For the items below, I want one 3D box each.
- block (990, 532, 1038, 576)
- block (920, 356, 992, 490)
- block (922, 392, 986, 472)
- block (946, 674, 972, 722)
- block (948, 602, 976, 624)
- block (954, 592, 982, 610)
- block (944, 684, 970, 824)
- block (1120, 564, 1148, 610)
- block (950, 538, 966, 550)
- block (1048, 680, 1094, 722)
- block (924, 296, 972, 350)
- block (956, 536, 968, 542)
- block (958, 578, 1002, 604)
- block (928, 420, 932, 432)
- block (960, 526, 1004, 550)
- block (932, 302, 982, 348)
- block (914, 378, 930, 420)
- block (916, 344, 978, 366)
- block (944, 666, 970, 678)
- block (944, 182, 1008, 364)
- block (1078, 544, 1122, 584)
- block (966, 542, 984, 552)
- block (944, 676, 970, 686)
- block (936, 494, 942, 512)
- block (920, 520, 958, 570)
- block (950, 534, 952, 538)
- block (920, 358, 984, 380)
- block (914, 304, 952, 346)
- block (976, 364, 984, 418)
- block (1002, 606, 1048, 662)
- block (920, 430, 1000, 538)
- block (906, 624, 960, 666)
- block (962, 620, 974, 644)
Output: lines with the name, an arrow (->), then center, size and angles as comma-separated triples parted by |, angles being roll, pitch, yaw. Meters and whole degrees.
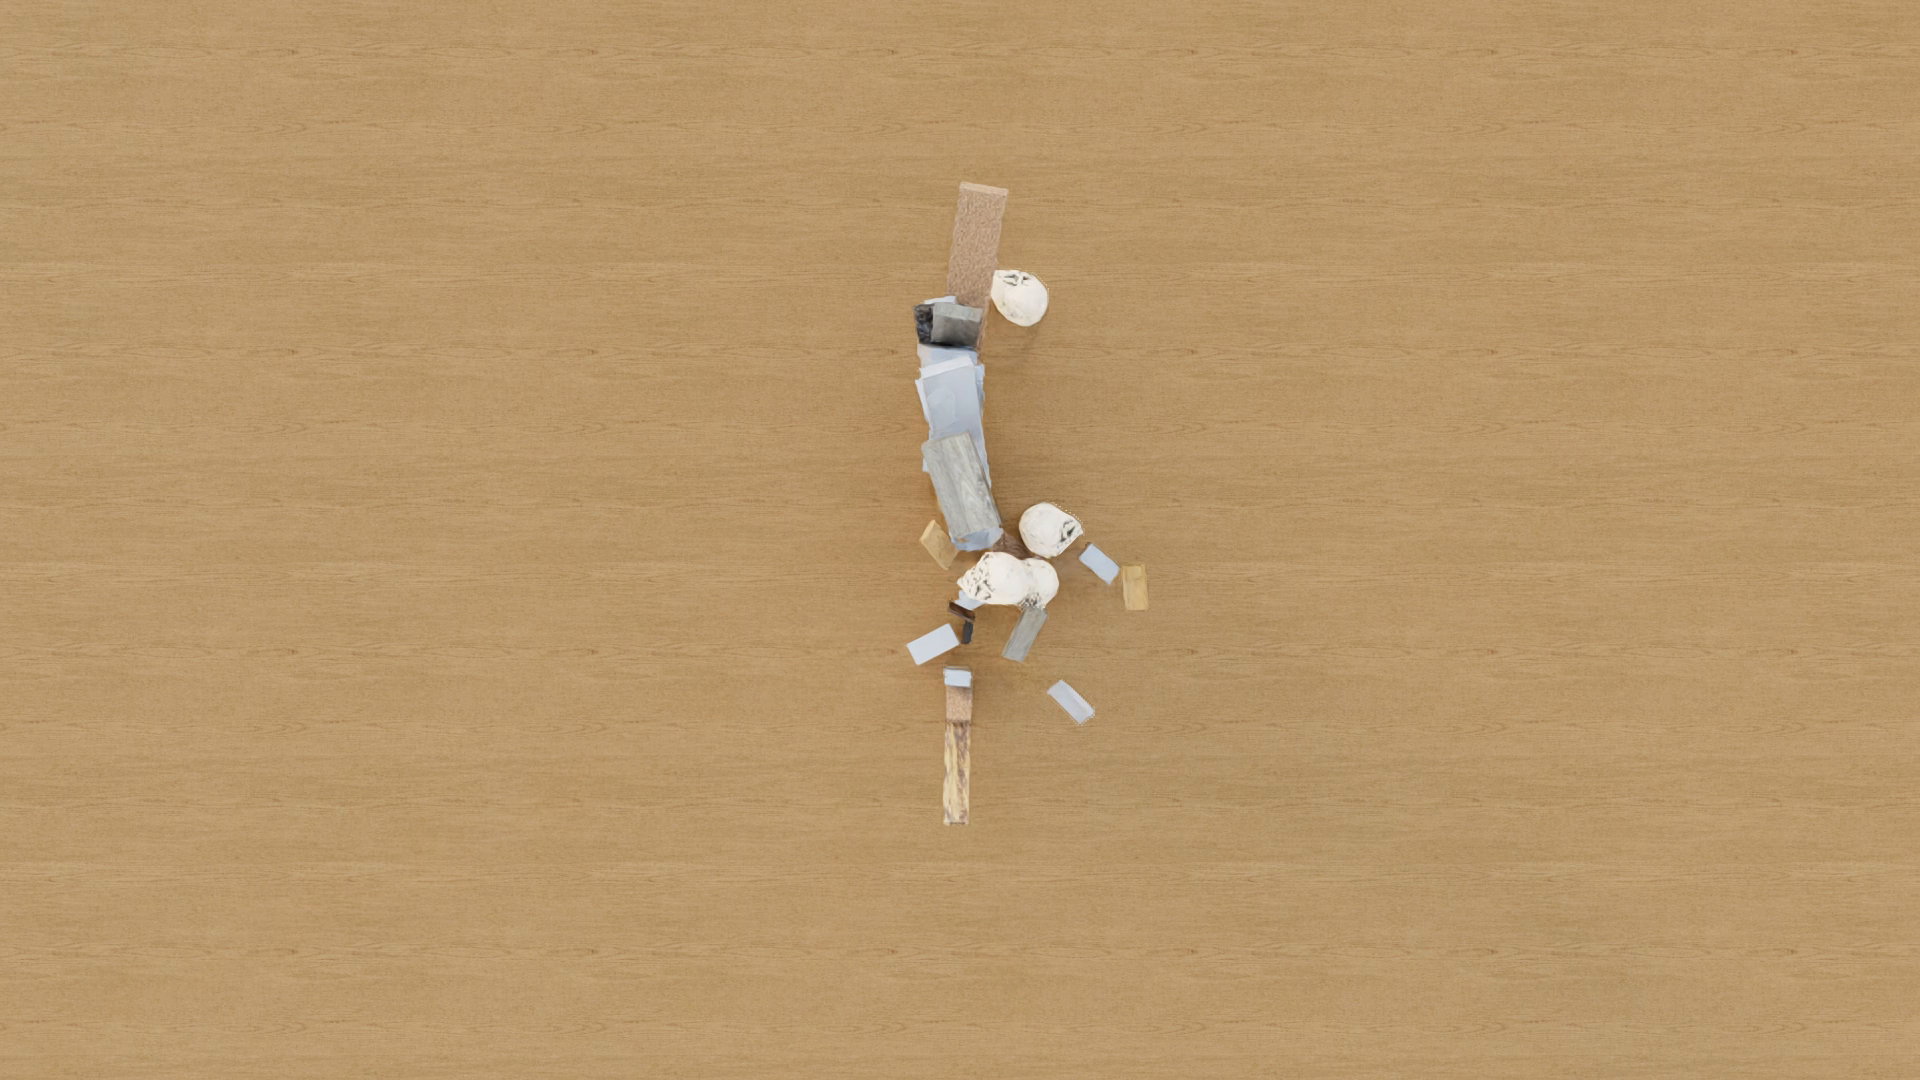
block -> 0.166, 0.034, 5.488 | 0.179, 0.023, 0.081 | 37, 90, 0
block -> -0.008, -0.332, 5.053 | 0.151, 0.543, 0.043 | -17, 48, -6
block -> -0.022, -0.356, 5.417 | 0.151, 0.043, 0.302 | 12, 114, -1
block -> -0.002, 0.521, 5.439 | 0.082, 0.023, 0.164 | 2, 60, 0
block -> 0.004, 0.235, 5.349 | 0.094, 0.047, 0.013 | 26, 118, -9
block -> 0.023, 0.212, 5.474 | 0.094, 0.013, 0.047 | -25, 90, -1
block -> -0.009, 0.690, 5.368 | 0.082, 0.023, 0.485 | 1, 60, 0
block -> 0.577, 0.155, 5.453 | 0.075, 0.021, 0.150 | 0, 101, 34
block -> 0.012, -0.038, 5.451 | 0.073, 0.021, 0.146 | 2, 116, -12
block -> 0.366, 0.533, 5.448 | 0.150, 0.075, 0.021 | 44, 48, 0
block -> -0.036, -0.673, 5.205 | 0.102, 0.029, 0.203 | -7, 132, 16
block -> 0.020, -0.068, 5.391 | 0.073, 0.021, 0.146 | -9, 108, -6
block -> 0.066, 0.182, 5.491 | 0.131, 0.019, 0.066 | -19, 90, 0
block -> -0.010, -0.238, 5.221 | 0.109, 0.031, 0.396 | -17, 133, -3
block -> 0.054, -0.030, 5.359 | 0.163, 0.023, 0.081 | 23, 122, -35
block -> -0.012, -0.650, 4.996 | 0.141, 0.282, 0.040 | 10, 81, 0
block -> -0.070, -0.445, 5.112 | 0.109, 0.219, 0.031 | -13, 123, -2
block -> -0.042, -0.569, 5.052 | 0.141, 0.282, 0.040 | 3, 99, -10
block -> -0.009, 0.432, 5.404 | 0.079, 0.188, 0.022 | 3, 90, -3
block -> 0.019, -0.729, 5.201 | 0.141, 0.040, 0.858 | 10, 131, 1
block -> 0.465, 0.080, 5.483 | 0.131, 0.019, 0.066 | 40, 75, 0
block -> 0.045, -0.029, 5.437 | 0.066, 0.019, 0.131 | -10, 116, -5
block -> -0.007, 0.455, 5.376 | 0.082, 0.164, 0.023 | 3, 90, 1
block -> -0.007, -0.237, 5.413 | 0.151, 0.043, 0.301 | -2, 117, 0
block -> -0.067, 0.018, 5.372 | 0.158, 0.022, 0.079 | 52, 58, -40
block -> -0.002, -0.082, 5.452 | 0.073, 0.021, 0.146 | -6, 117, -3
block -> -0.028, -0.531, 5.089 | 0.151, 0.302, 0.043 | 3, 99, -9
block -> -0.081, -0.651, 5.180 | 0.102, 0.029, 0.203 | -8, 133, 1
block -> -0.006, -0.415, 5.286 | 0.151, 0.043, 0.302 | 2, 85, 7
block -> 0.208, 0.305, 5.334 | 0.075, 0.021, 0.193 | 16, 114, -23
block -> 0.004, -0.168, 4.955 | 0.151, 0.043, 0.302 | -15, 109, 14
block -> -0.090, 0.347, 5.489 | 0.158, 0.022, 0.079 | -27, 90, 0
block -> 0.027, 0.292, 5.406 | 0.013, 0.047, 0.094 | 14, 73, -20
